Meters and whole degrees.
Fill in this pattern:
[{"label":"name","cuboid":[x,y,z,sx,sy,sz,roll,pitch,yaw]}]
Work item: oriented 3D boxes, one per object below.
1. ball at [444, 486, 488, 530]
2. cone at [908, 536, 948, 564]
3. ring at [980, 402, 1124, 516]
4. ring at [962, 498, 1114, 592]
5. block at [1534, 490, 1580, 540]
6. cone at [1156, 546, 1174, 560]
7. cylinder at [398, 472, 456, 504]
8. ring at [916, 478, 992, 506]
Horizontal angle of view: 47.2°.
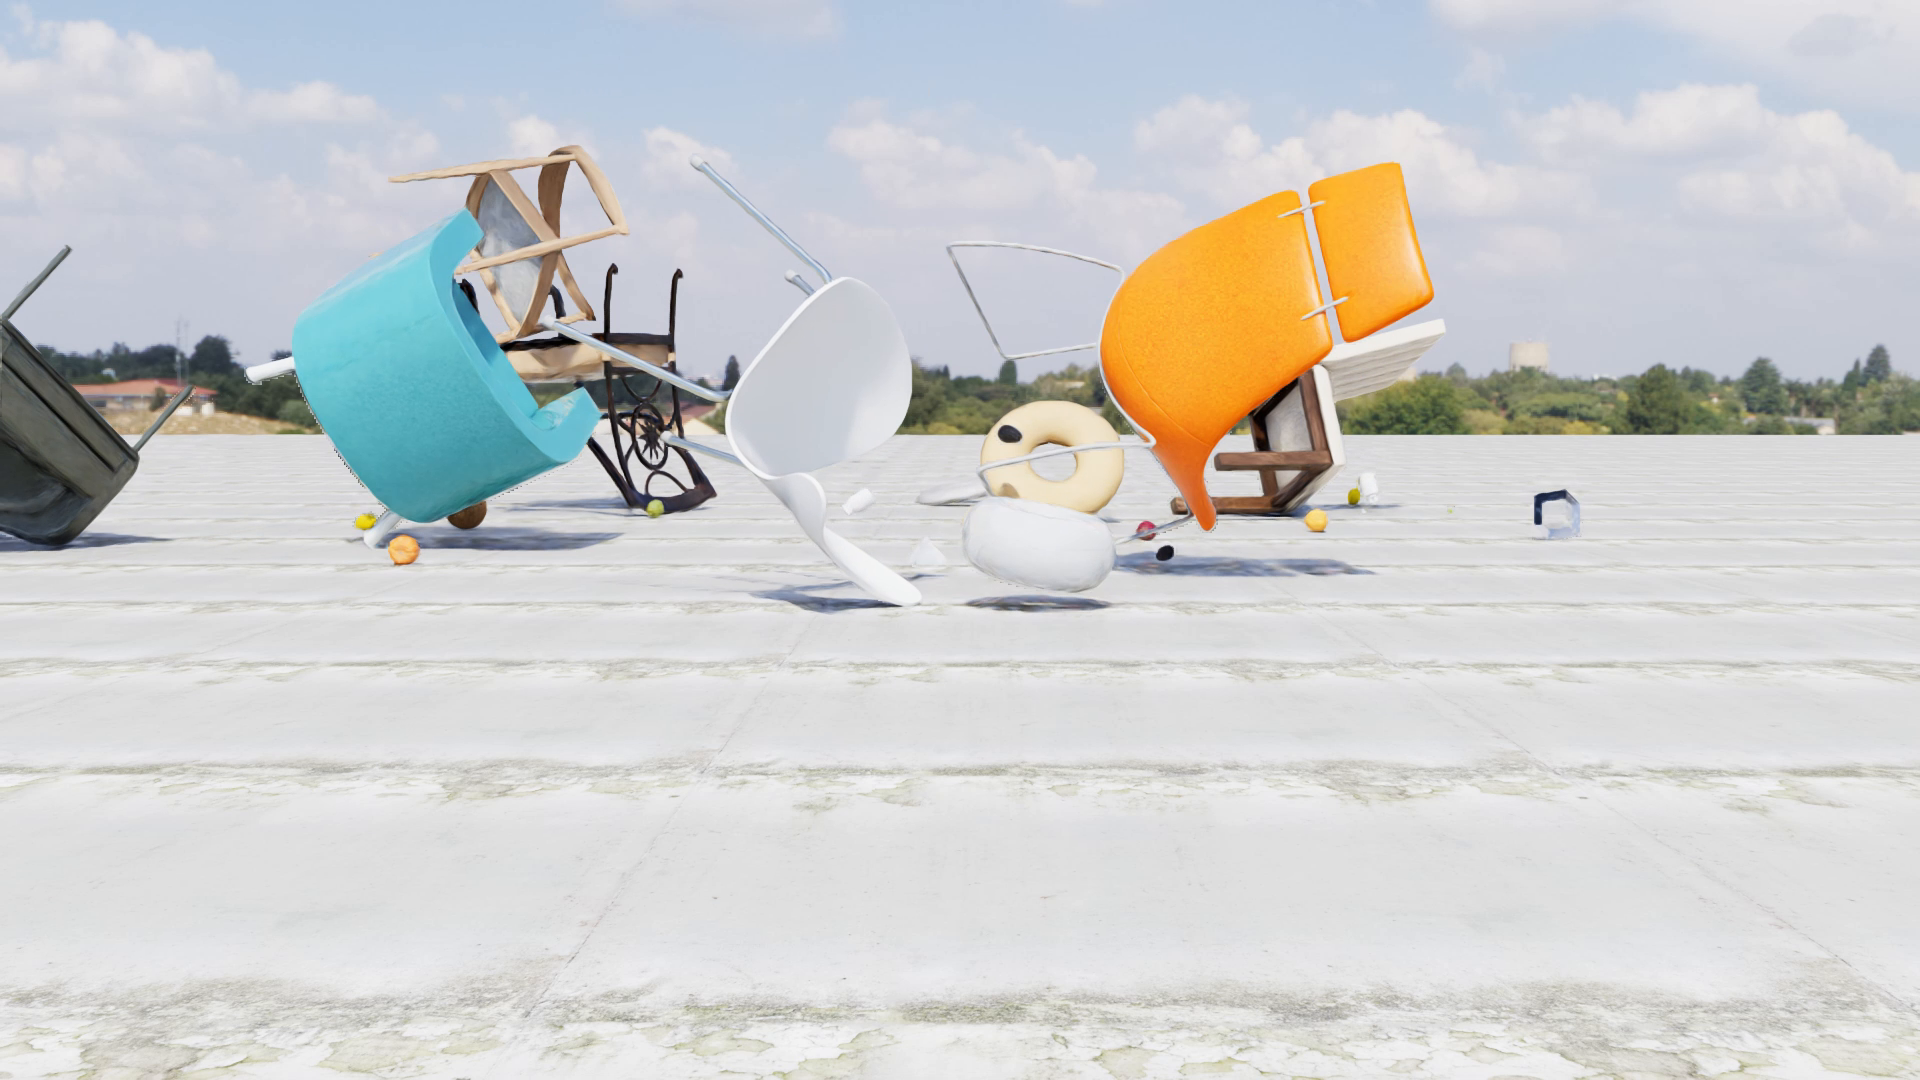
[{"label":"ball","cuboid":[-1.584,-0.103,7.042,0.136,0.136,0.136,0,4,0]},{"label":"cone","cuboid":[-0.080,0.019,5.262,0.107,0.065,0.058,3,21,26]},{"label":"ring","cuboid":[0.309,-0.258,7.294,0.514,0.443,0.129,-21,-17,-23]},{"label":"ring","cuboid":[0.159,0.008,4.479,0.316,0.146,0.282,11,9,2]},{"label":"block","cuboid":[1.770,-0.076,6.520,0.097,0.101,0.110,-10,-27,34]},{"label":"cone","cuboid":[0.548,0.041,5.762,0.057,0.046,0.035,-6,-29,43]},{"label":"cylinder","cuboid":[-2.098,-0.203,8.659,0.144,0.111,0.261,25,-12,-34]},{"label":"ring","cuboid":[0.013,-0.191,8.574,0.378,0.059,0.373,-14,6,-27]}]
